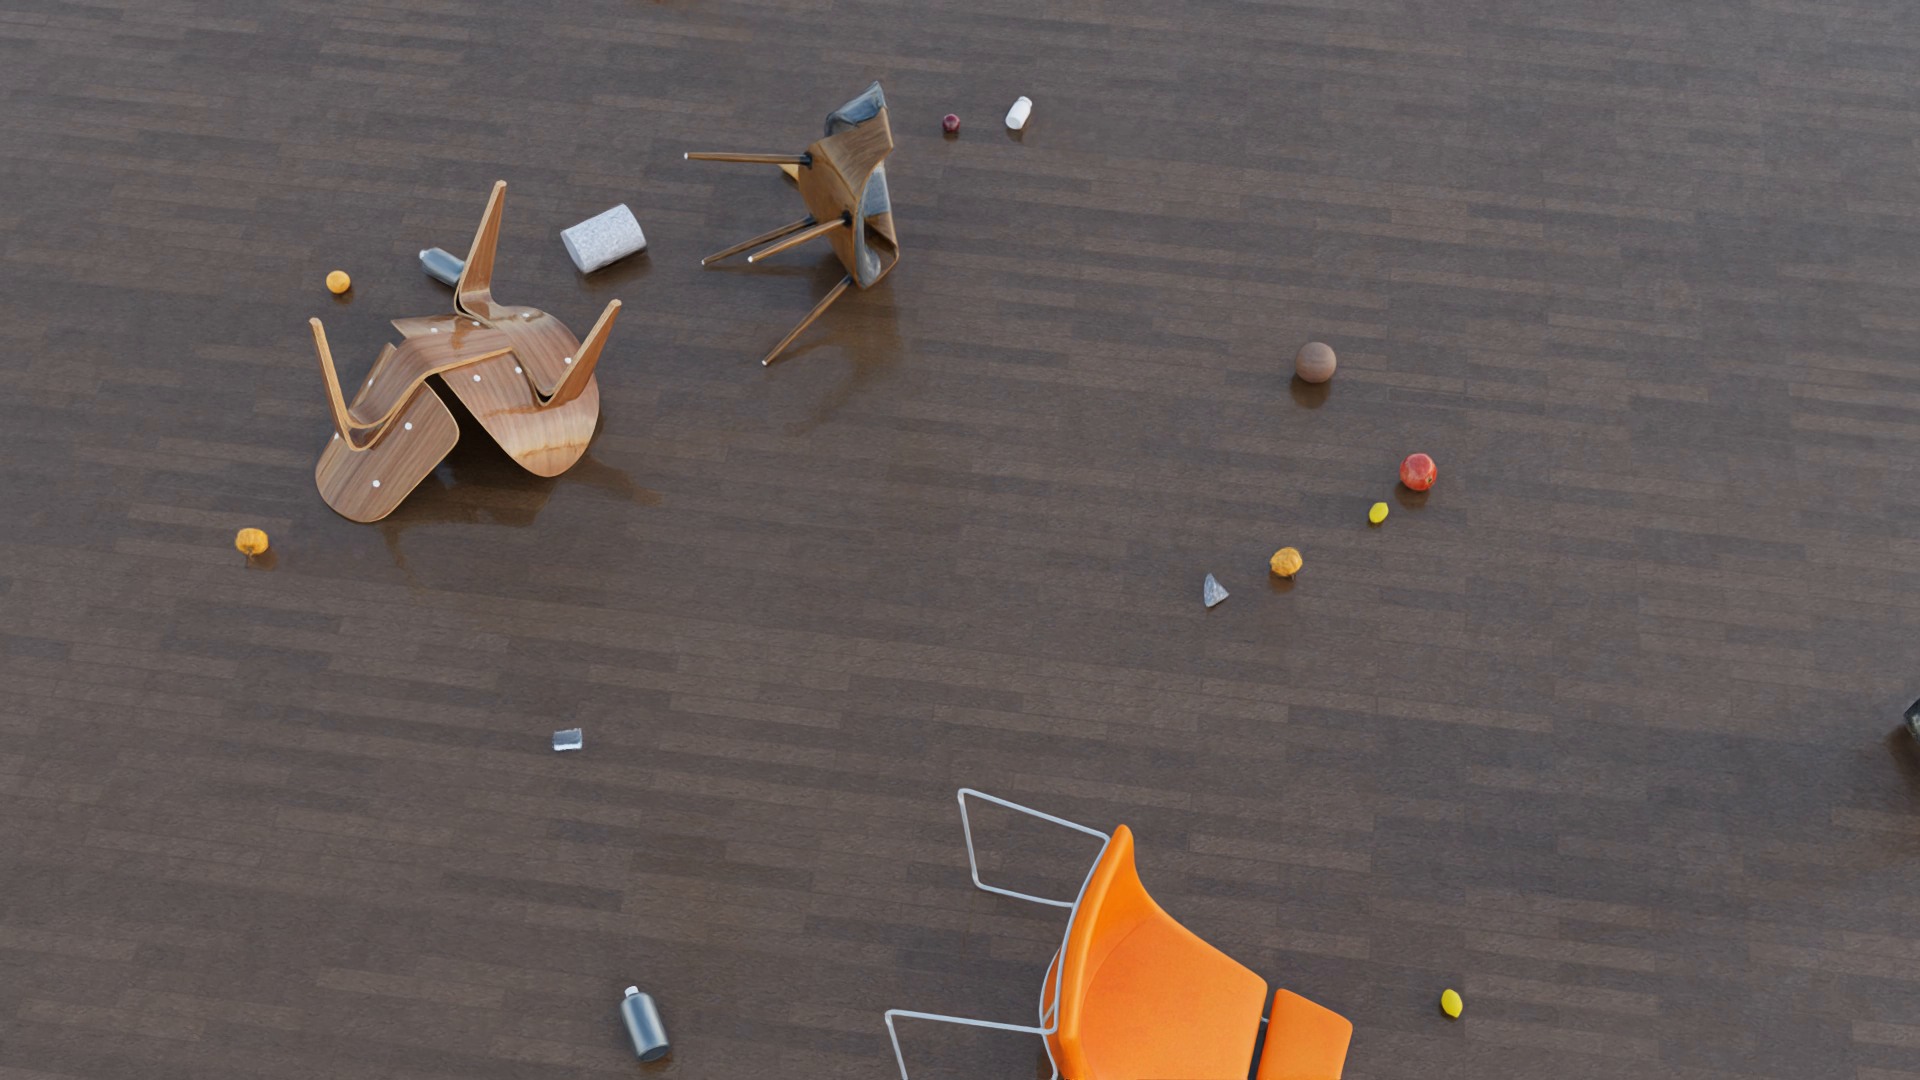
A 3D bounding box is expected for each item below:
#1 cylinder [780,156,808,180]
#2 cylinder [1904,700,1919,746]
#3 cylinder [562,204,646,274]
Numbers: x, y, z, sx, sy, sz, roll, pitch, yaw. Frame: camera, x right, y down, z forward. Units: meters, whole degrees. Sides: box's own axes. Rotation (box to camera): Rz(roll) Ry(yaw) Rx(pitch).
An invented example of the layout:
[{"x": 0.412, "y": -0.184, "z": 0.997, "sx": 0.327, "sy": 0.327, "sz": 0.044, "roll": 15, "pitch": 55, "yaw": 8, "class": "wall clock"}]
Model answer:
[{"x": -0.557, "y": -1.248, "z": 7.381, "sx": 0.075, "sy": 0.047, "sz": 0.061, "roll": 41, "pitch": 37, "yaw": 24, "class": "cylinder"}, {"x": 2.796, "y": 0.561, "z": 6.059, "sx": 0.171, "sy": 0.263, "sz": 0.316, "roll": 17, "pitch": 44, "yaw": -42, "class": "cylinder"}, {"x": -1.158, "y": -0.978, "z": 7.157, "sx": 0.219, "sy": 0.119, "sz": 0.165, "roll": -28, "pitch": 74, "yaw": -17, "class": "cylinder"}]
